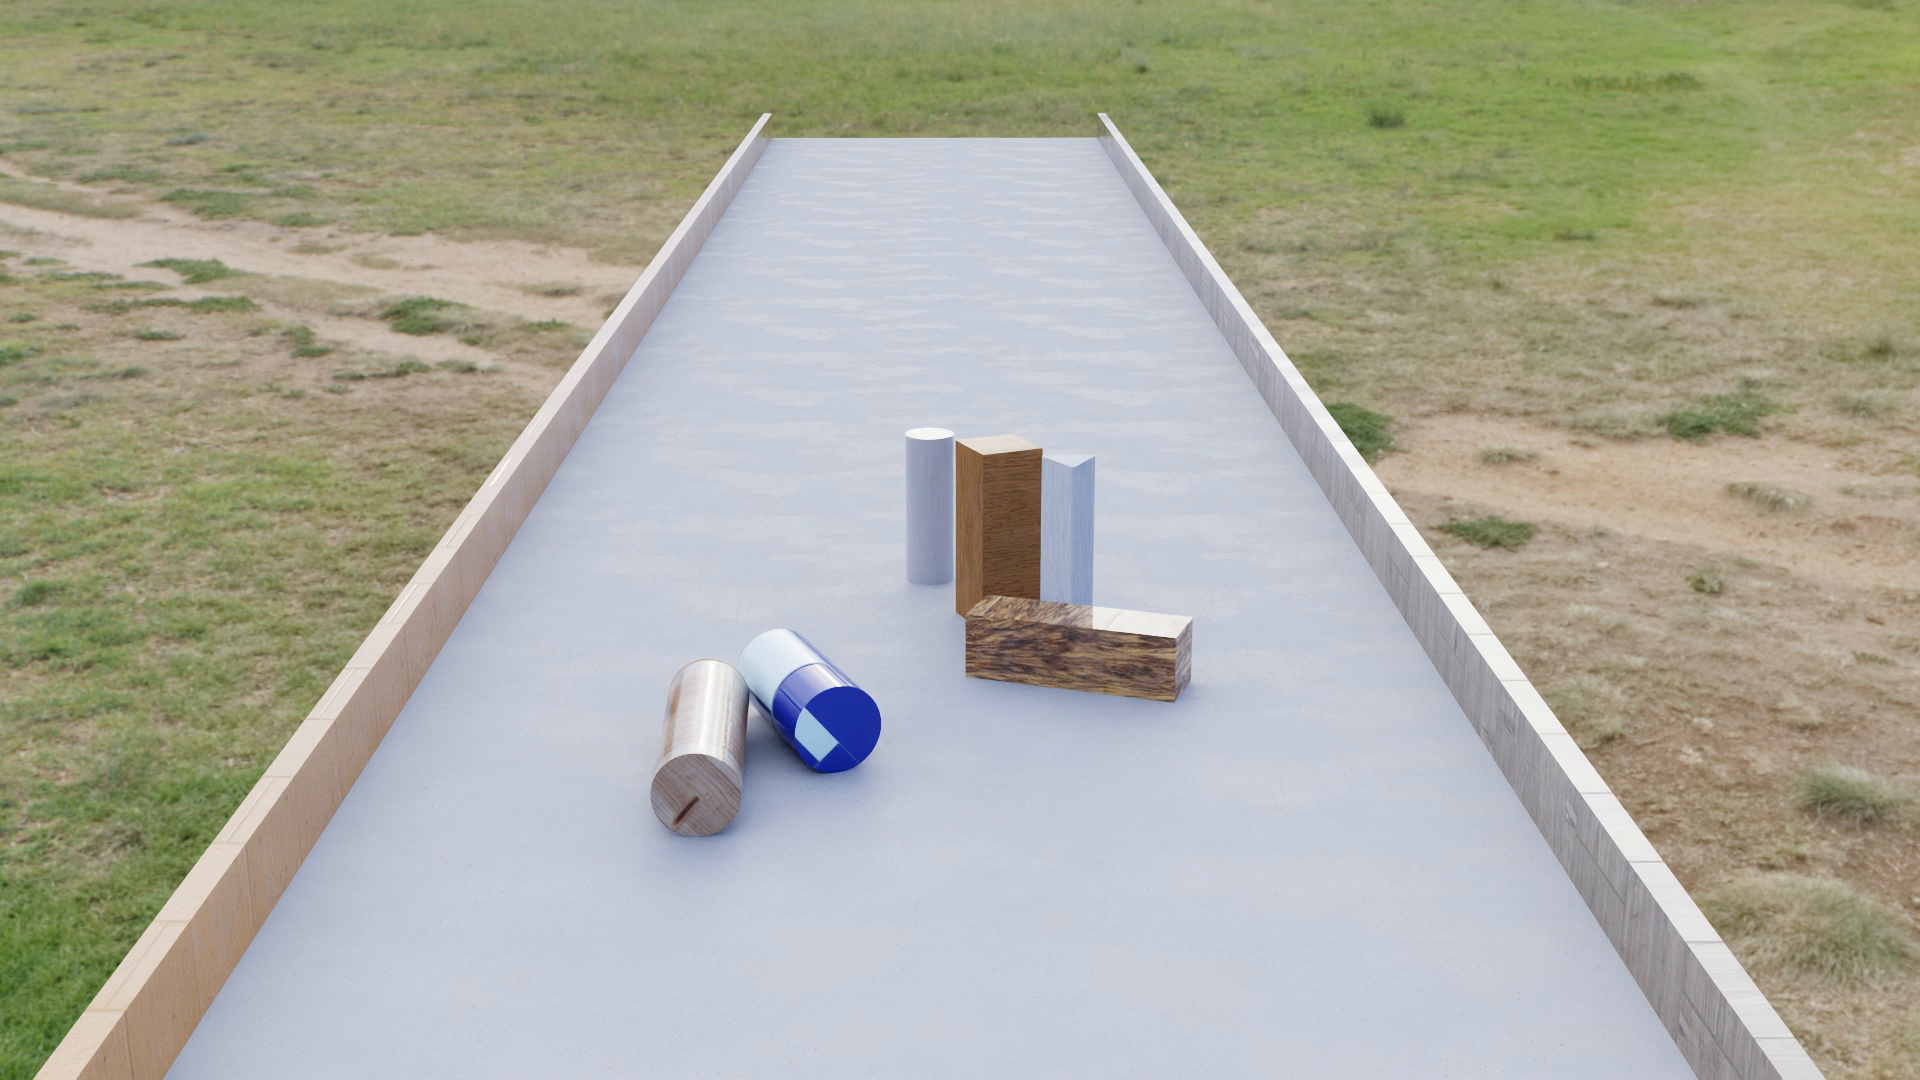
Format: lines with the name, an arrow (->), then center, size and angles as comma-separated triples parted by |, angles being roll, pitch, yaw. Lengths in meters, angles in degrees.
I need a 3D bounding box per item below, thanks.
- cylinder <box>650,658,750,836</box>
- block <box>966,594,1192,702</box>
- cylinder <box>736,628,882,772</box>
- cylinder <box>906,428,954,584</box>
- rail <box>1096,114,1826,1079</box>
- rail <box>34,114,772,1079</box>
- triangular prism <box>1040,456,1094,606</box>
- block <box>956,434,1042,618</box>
cylinder -> -0.443, 0.350, 3.790 | 0.147, 0.147, 0.456 | -1, 17, -3
block -> 0.231, 0.210, 4.293 | 0.422, 0.130, 0.130 | 6, 18, 19
cylinder -> -0.278, 0.286, 3.983 | 0.161, 0.161, 0.337 | -7, 18, -22
cylinder -> -0.067, -0.075, 4.894 | 0.107, 0.333, 0.107 | 0, 17, 0
rail -> 0.932, -0.844, 7.801 | 0.050, 0.150, 12.000 | 0, 17, -1
rail -> -1.118, -0.838, 7.780 | 0.050, 0.150, 12.000 | 0, 17, -1
triangular prism -> 0.229, 0.035, 4.391 | 0.090, 0.409, 0.104 | -11, 20, -32
block -> 0.081, -0.018, 4.622 | 0.136, 0.379, 0.136 | -7, 18, -23
